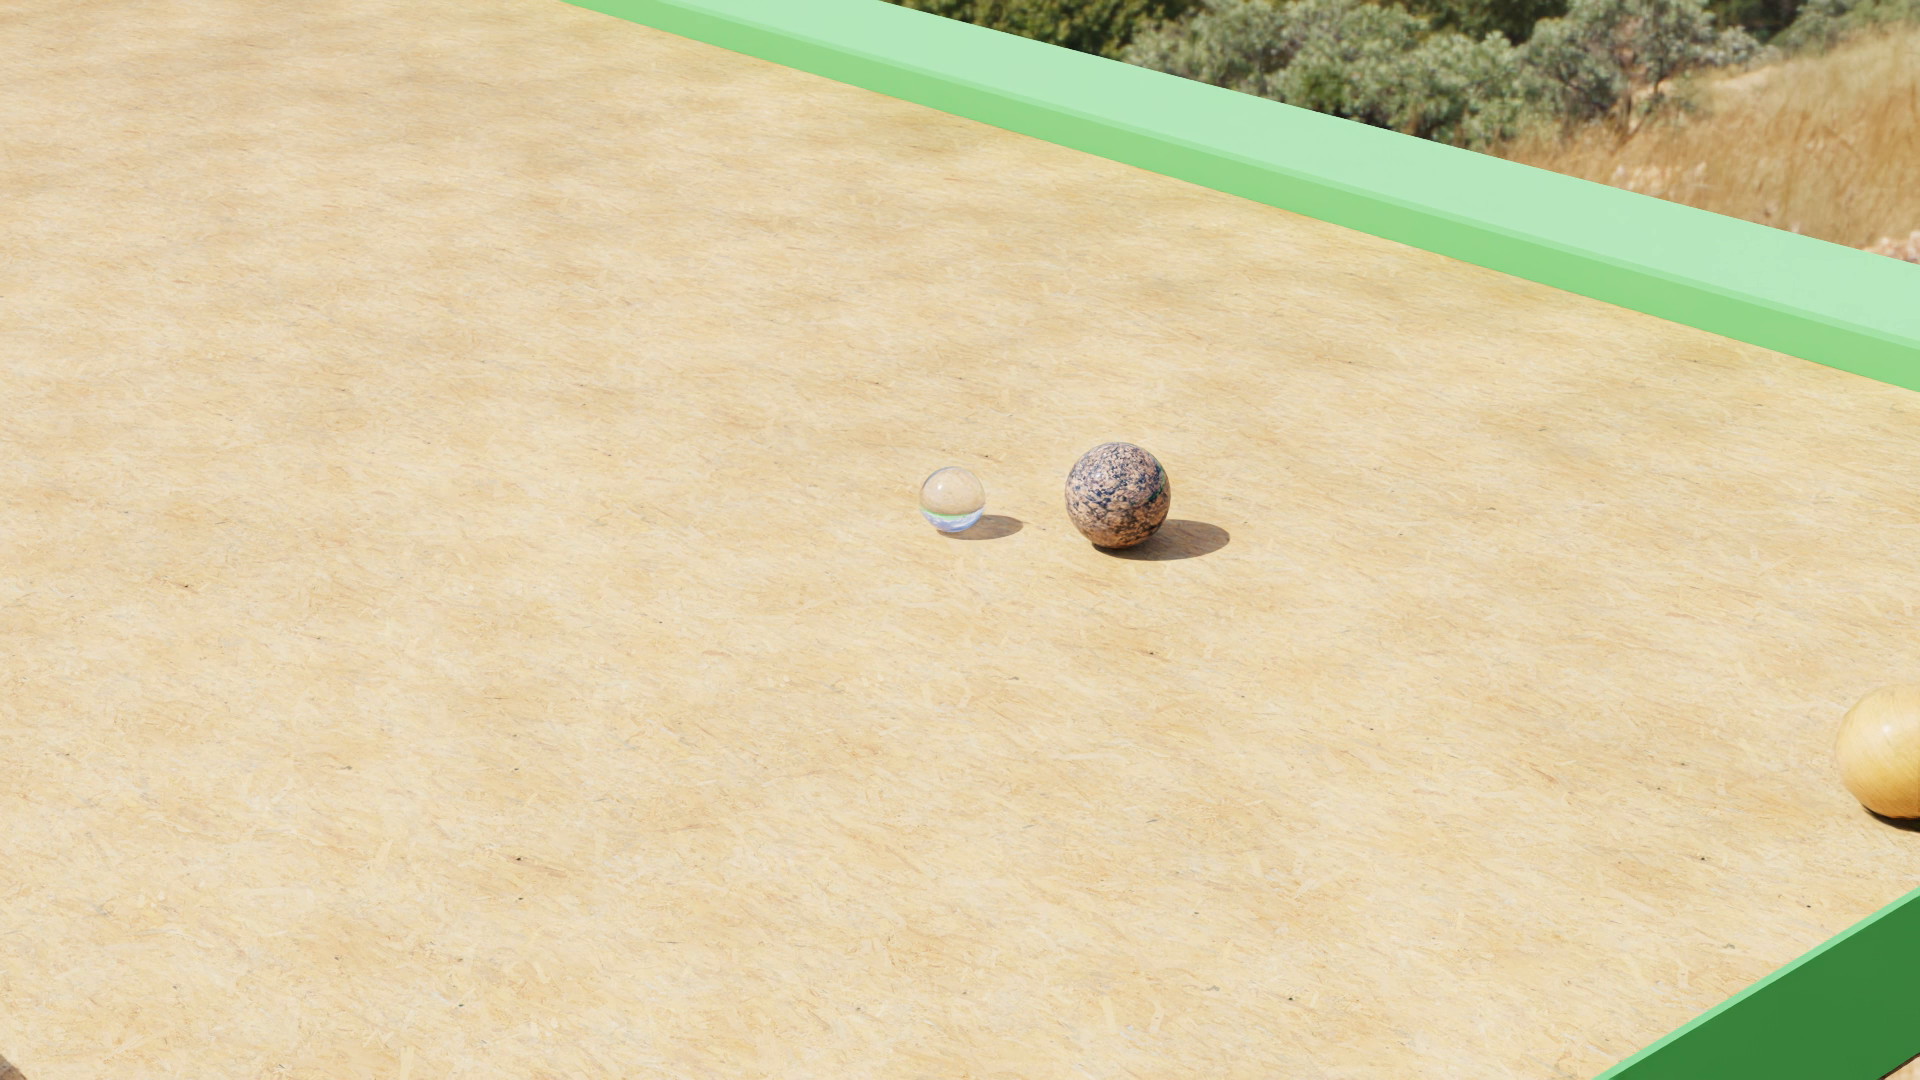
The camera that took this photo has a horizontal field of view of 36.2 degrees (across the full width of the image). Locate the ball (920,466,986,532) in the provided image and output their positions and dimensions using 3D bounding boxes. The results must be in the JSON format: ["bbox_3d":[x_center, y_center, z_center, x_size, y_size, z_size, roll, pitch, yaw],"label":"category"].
[{"bbox_3d":[-0.007,-0.035,2.508,0.057,0.057,0.057,0,23,0],"label":"ball"}]

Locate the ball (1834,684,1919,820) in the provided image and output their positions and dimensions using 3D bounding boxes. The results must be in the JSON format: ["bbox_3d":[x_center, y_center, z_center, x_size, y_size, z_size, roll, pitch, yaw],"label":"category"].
[{"bbox_3d":[0.652,0.146,2.028,0.094,0.094,0.094,0,23,0],"label":"ball"}]

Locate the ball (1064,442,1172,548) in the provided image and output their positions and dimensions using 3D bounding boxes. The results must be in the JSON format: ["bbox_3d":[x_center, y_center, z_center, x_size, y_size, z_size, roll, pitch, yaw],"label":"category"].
[{"bbox_3d":[0.132,-0.038,2.472,0.090,0.090,0.090,0,23,0],"label":"ball"}]

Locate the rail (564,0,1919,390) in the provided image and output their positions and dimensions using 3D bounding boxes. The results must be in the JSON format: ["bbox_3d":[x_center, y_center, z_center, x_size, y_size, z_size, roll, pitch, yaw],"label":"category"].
[{"bbox_3d":[0.133,-0.536,3.621,0.045,0.122,3.654,-19,29,-37],"label":"rail"}]

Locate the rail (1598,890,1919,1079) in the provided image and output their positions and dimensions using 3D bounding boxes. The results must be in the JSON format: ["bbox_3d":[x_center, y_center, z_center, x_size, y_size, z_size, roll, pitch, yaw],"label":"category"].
[{"bbox_3d":[0.587,0.235,1.775,2.004,0.122,0.045,-19,29,-37],"label":"rail"}]
